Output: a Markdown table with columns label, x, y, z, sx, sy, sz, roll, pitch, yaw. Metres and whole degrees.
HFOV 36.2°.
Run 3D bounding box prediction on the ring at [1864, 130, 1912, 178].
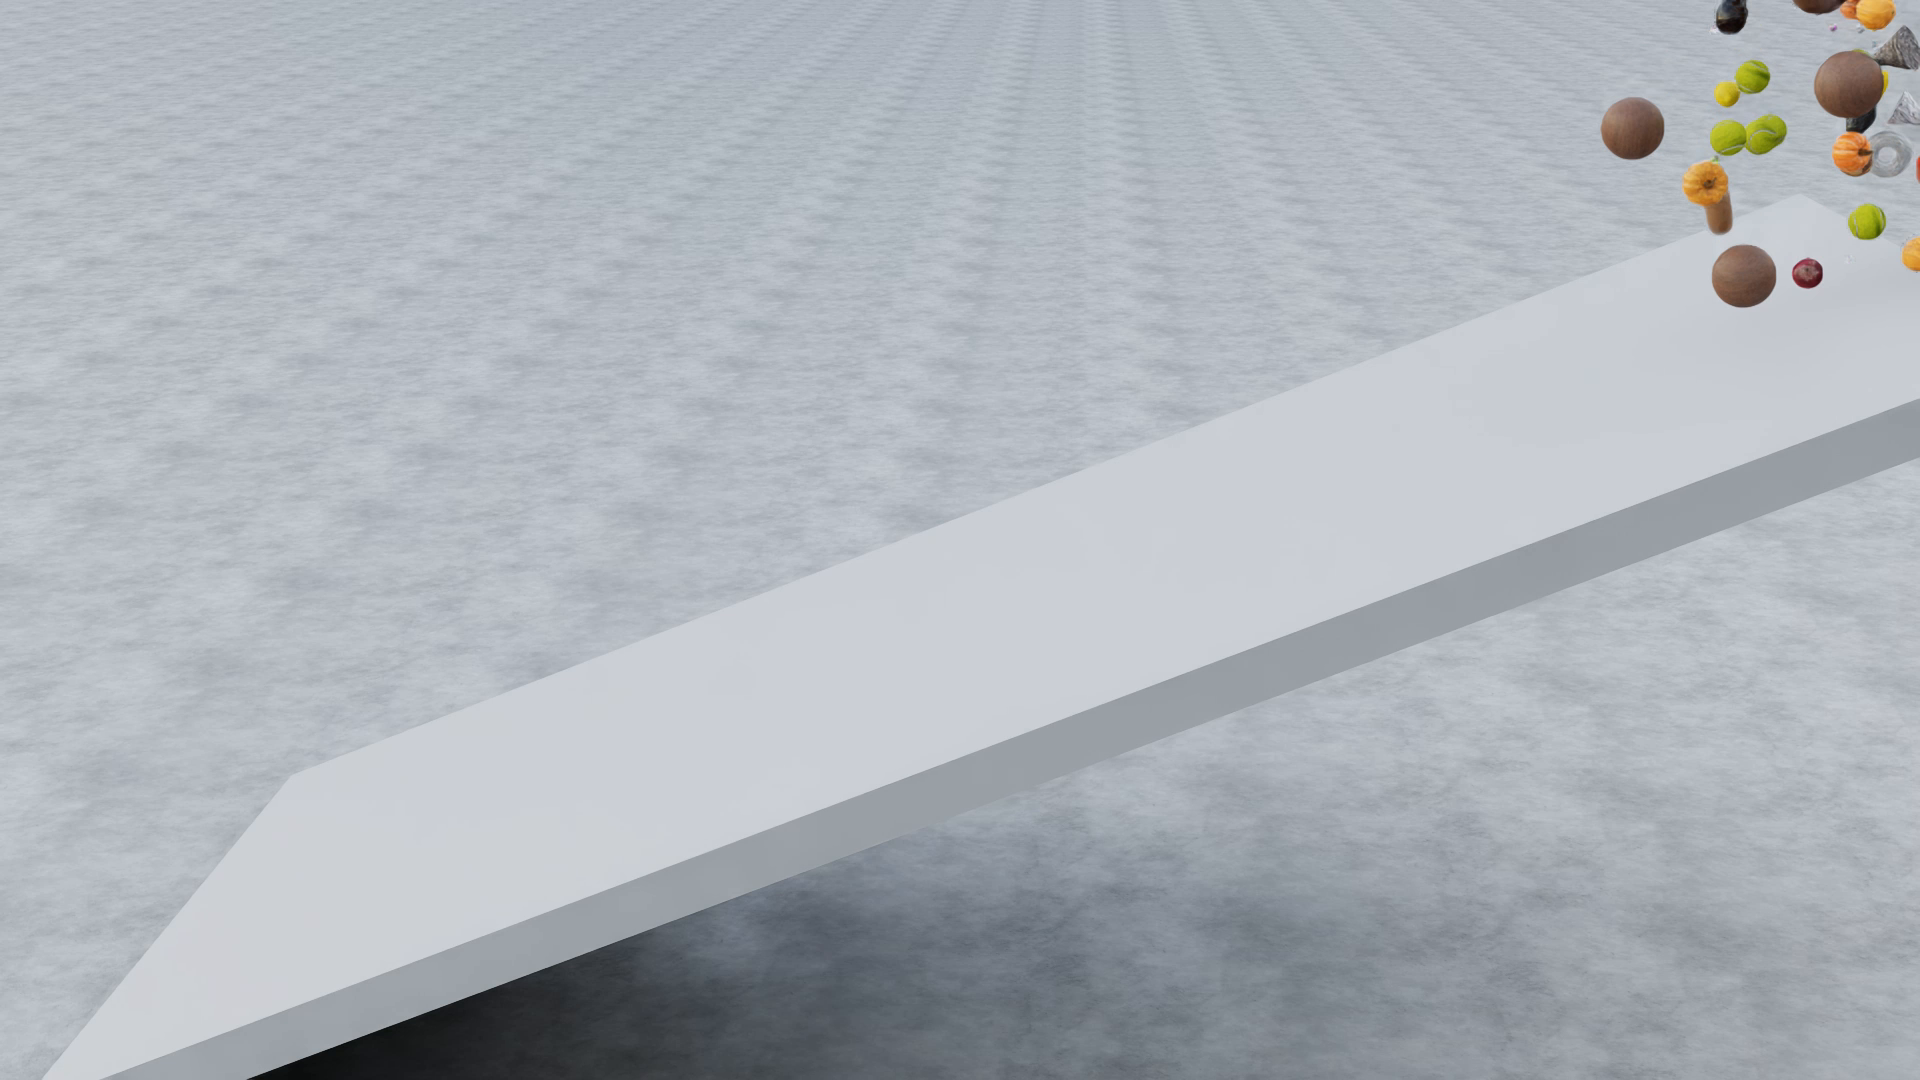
| label | x | y | z | sx | sy | sz | roll | pitch | yaw |
| --- | --- | --- | --- | --- | --- | --- | --- | --- | --- |
| ring | 1.852 | -0.771 | 5.876 | 0.098 | 0.098 | 0.033 | 4 | 26 | 15 |

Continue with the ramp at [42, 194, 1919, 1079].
| label | x | y | z | sx | sy | sz | roll | pitch | yaw |
| --- | --- | --- | --- | --- | --- | --- | --- | --- | --- |
| ramp | 0.124 | 0.173 | 6.290 | 4.000 | 0.100 | 2.000 | -21 | 12 | 7 |

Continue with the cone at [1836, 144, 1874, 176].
| label | x | y | z | sx | sy | sz | roll | pitch | yaw |
| --- | --- | --- | --- | --- | --- | --- | --- | --- | --- |
| cone | 1.756 | -0.755 | 5.752 | 0.070 | 0.070 | 0.070 | 2 | -12 | 8 |

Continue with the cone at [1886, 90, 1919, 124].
| label | x | y | z | sx | sy | sz | roll | pitch | yaw |
| --- | --- | --- | --- | --- | --- | --- | --- | --- | --- |
| cone | 1.889 | -0.840 | 5.823 | 0.078 | 0.078 | 0.078 | 29 | 20 | 9 |
